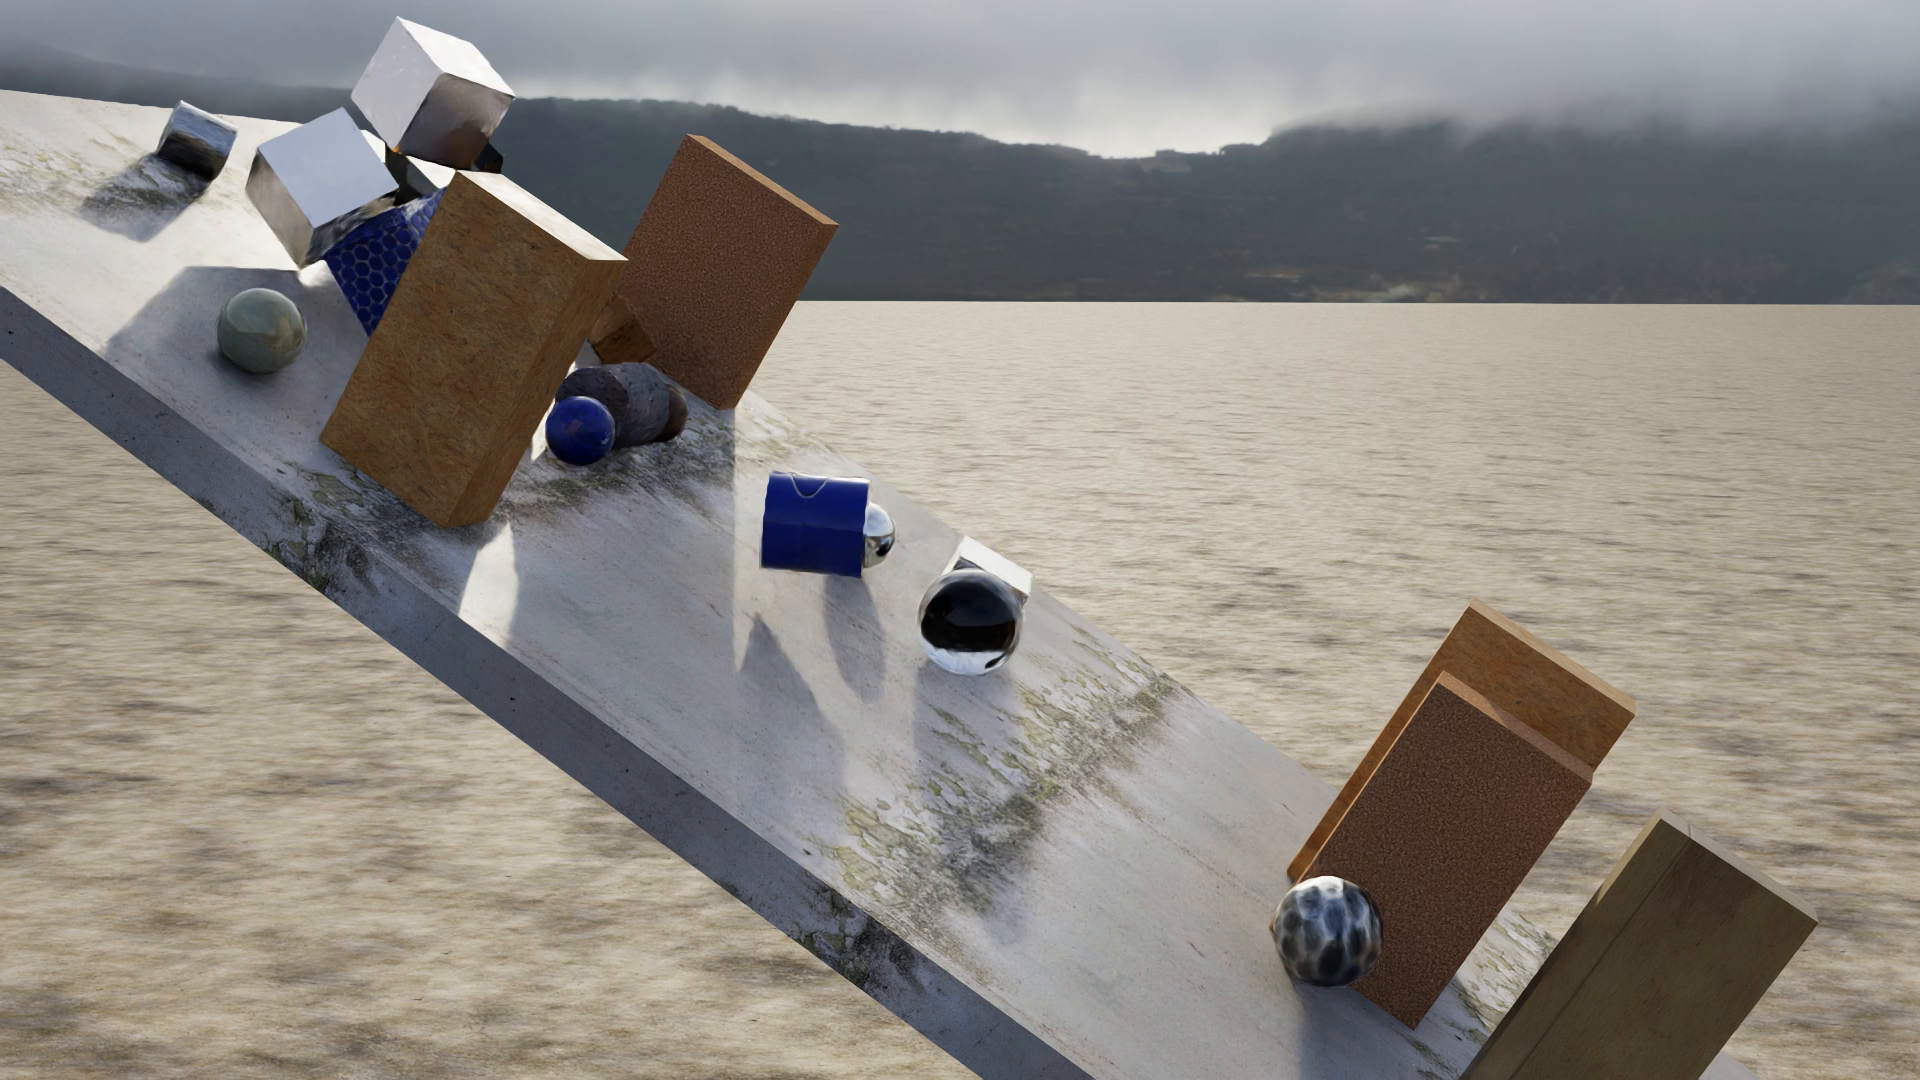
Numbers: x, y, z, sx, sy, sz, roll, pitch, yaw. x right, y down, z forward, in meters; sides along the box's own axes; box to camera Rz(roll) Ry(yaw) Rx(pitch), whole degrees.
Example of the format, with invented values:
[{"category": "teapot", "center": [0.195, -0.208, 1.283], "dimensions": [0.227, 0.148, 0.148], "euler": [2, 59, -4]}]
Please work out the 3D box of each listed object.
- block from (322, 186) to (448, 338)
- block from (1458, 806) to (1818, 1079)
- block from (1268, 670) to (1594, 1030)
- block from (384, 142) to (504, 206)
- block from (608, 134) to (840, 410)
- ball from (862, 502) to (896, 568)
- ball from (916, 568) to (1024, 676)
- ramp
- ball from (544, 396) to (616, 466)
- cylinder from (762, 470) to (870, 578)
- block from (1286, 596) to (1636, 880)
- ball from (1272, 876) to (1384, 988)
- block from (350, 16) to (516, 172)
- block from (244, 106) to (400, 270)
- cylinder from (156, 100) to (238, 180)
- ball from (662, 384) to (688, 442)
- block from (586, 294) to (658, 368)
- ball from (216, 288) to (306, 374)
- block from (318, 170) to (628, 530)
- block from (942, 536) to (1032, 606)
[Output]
[{"category": "block", "center": [-1.014, -0.507, 4.067], "dimensions": [0.190, 0.190, 0.190], "euler": [-17, 23, 21]}, {"category": "block", "center": [1.007, 0.744, 3.376], "dimensions": [0.266, 0.631, 0.089], "euler": [34, 15, 11]}, {"category": "block", "center": [0.820, 0.541, 3.845], "dimensions": [0.304, 0.538, 0.121], "euler": [34, 15, 11]}, {"category": "block", "center": [-1.118, -0.788, 4.742], "dimensions": [0.172, 0.172, 0.172], "euler": [43, 54, 13]}, {"category": "block", "center": [-0.557, -0.598, 4.927], "dimensions": [0.377, 0.483, 0.100], "euler": [34, 15, 11]}, {"category": "ball", "center": [-0.196, -0.011, 4.420], "dimensions": [0.135, 0.135, 0.135], "euler": [0, 7, 0]}, {"category": "ball", "center": [0.018, 0.155, 4.167], "dimensions": [0.205, 0.205, 0.205], "euler": [0, 7, 0]}, {"category": "ramp", "center": [-0.153, 0.253, 4.112], "dimensions": [4.000, 0.100, 2.000], "euler": [34, 15, 11]}, {"category": "ball", "center": [-0.700, -0.202, 4.053], "dimensions": [0.130, 0.130, 0.130], "euler": [0, 7, 0]}, {"category": "cylinder", "center": [-0.263, -0.029, 4.020], "dimensions": [0.180, 0.180, 0.180], "euler": [6, 7, -1]}, {"category": "block", "center": [0.943, 0.469, 4.158], "dimensions": [0.353, 0.623, 0.134], "euler": [34, 15, 11]}, {"category": "ball", "center": [0.615, 0.655, 3.675], "dimensions": [0.183, 0.183, 0.183], "euler": [0, 7, 0]}, {"category": "block", "center": [-1.085, -0.914, 4.526], "dimensions": [0.199, 0.199, 0.199], "euler": [9, 34, -54]}, {"category": "block", "center": [-1.214, -0.667, 4.181], "dimensions": [0.187, 0.187, 0.187], "euler": [-35, -2, -30]}, {"category": "cylinder", "center": [-1.520, -0.796, 4.381], "dimensions": [0.118, 0.118, 0.118], "euler": [24, -5, -28]}, {"category": "ball", "center": [-0.607, -0.257, 4.436], "dimensions": [0.120, 0.120, 0.120], "euler": [0, 7, 0]}, {"category": "block", "center": [-0.734, -0.433, 4.699], "dimensions": [0.107, 0.107, 0.107], "euler": [-35, 44, -7]}, {"category": "ball", "center": [-1.146, -0.343, 3.609], "dimensions": [0.142, 0.142, 0.142], "euler": [0, 7, 0]}, {"category": "block", "center": [-0.777, -0.302, 3.505], "dimensions": [0.261, 0.498, 0.141], "euler": [34, 15, 11]}, {"category": "block", "center": [0.035, 0.115, 4.425], "dimensions": [0.158, 0.158, 0.158], "euler": [30, 15, -4]}]
